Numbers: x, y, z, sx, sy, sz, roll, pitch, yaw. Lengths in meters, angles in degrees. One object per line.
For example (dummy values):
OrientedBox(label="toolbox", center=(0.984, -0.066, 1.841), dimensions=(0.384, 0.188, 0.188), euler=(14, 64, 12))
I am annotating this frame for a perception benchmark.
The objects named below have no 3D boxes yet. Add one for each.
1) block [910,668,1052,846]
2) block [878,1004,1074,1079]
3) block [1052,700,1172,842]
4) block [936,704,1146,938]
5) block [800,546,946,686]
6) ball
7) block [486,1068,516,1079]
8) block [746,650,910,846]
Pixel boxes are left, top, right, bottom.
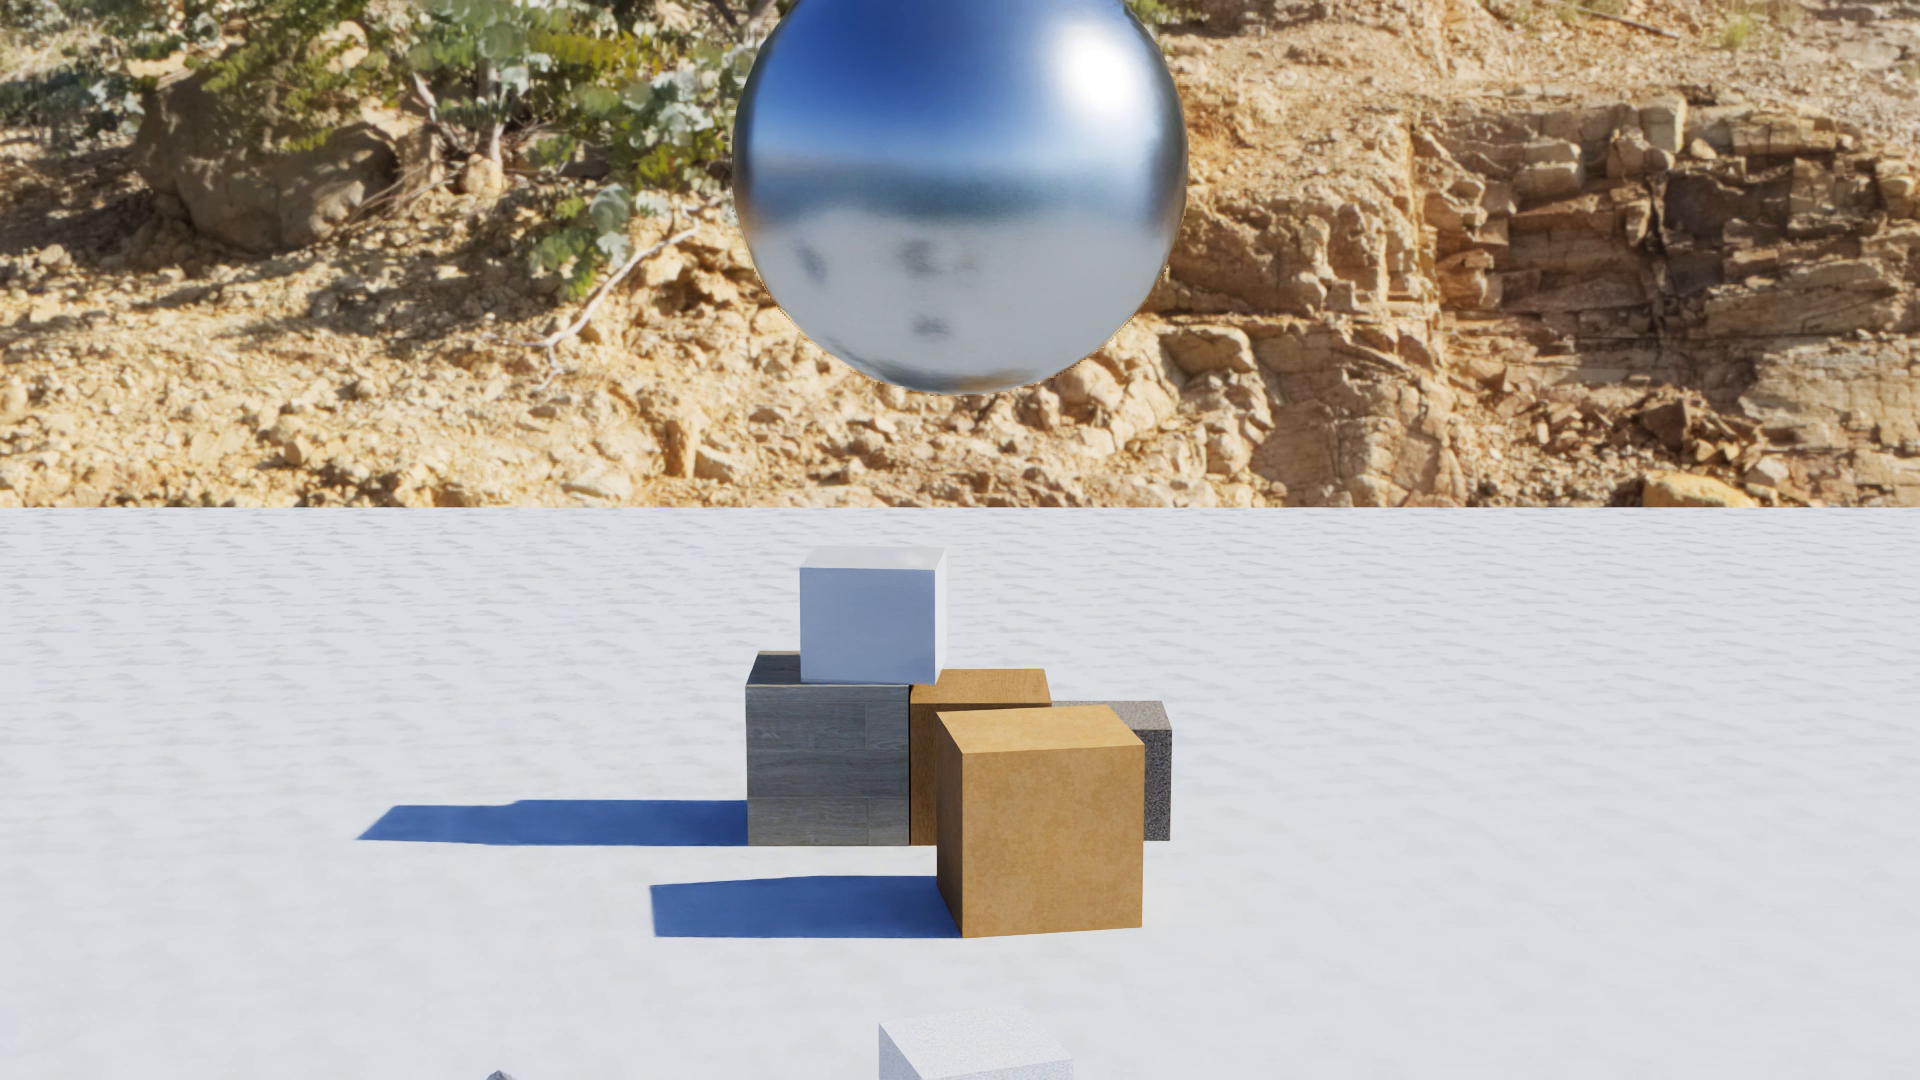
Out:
OrientedBox(label="block", center=(0.100, 1.112, 11.381), dimensions=(0.706, 0.740, 0.725), euler=(0, 10, -1))
OrientedBox(label="block", center=(0.046, 1.937, 7.405), dimensions=(0.516, 0.538, 0.497), euler=(-4, 11, -19))
OrientedBox(label="block", center=(0.768, 1.189, 11.392), dimensions=(0.597, 0.586, 0.580), euler=(0, 10, 0))
OrientedBox(label="block", center=(0.356, 1.280, 10.137), dimensions=(0.824, 0.854, 0.716), euler=(-2, 10, -10))
OrientedBox(label="block", center=(-0.434, 0.376, 11.224), dimensions=(0.677, 0.586, 0.603), euler=(1, 10, 5))
OrientedBox(label="ball", center=(0.000, -1.308, 7.696), dimensions=(1.600, 1.600, 1.600), euler=(0, 10, 0))
OrientedBox(label="block", center=(-1.073, 1.521, 5.077), dimensions=(0.389, 0.368, 0.442), euler=(-36, -18, -11))
OrientedBox(label="block", center=(-0.663, 1.066, 11.386), dimensions=(0.811, 0.830, 0.783), euler=(0, 10, 0))
